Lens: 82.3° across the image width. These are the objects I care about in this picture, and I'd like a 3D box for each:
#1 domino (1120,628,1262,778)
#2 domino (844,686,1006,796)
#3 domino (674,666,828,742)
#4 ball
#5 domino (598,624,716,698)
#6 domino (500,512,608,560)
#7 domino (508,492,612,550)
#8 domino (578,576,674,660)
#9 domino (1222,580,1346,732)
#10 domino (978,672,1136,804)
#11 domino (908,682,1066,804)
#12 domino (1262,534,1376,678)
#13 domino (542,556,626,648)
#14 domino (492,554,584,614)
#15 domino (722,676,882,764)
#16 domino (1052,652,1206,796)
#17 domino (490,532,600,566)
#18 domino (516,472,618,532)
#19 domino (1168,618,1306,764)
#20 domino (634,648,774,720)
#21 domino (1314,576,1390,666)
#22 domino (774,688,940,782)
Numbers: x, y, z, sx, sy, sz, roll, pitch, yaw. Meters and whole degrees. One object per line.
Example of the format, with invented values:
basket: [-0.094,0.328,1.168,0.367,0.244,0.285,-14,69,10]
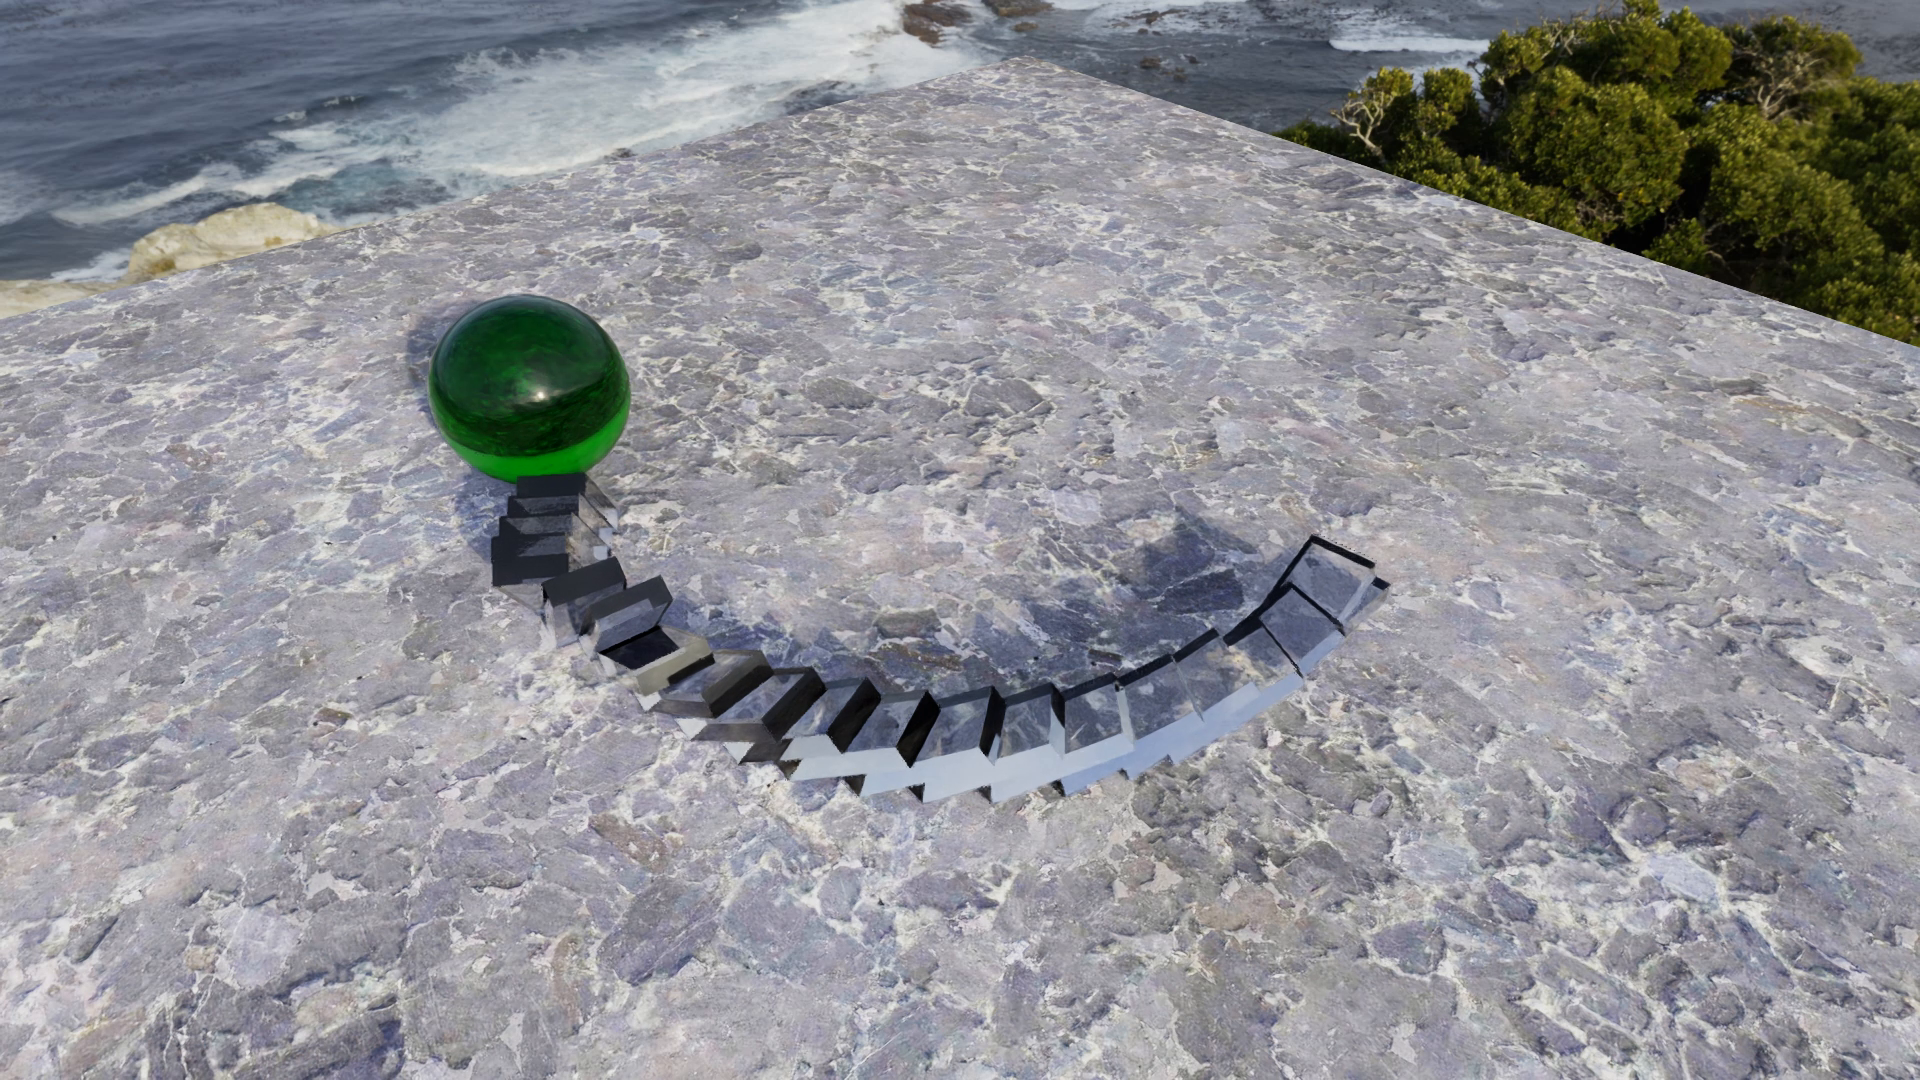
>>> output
domino: [0.069,0.053,0.358,0.050,0.010,0.025,-35,43,7]
domino: [-0.011,0.064,0.347,0.050,0.009,0.025,-18,33,27]
domino: [-0.069,0.054,0.358,0.050,0.009,0.025,-9,28,45]
ball: [-0.181,-0.063,0.465,0.080,0.080,0.080,0,39,0]
domino: [-0.104,0.040,0.375,0.025,0.010,0.050,-26,14,-28]
domino: [-0.151,0.001,0.413,0.025,0.050,0.010,-4,76,-5]
domino: [-0.152,-0.006,0.422,0.025,0.050,0.009,-4,76,-5]
domino: [-0.117,0.028,0.382,0.025,0.050,0.010,-26,85,-28]
domino: [0.104,0.040,0.377,0.050,0.009,0.025,-40,49,-3]
domino: [0.029,0.063,0.348,0.050,0.009,0.025,-25,36,18]
domino: [0.008,0.064,0.347,0.050,0.010,0.025,-21,34,22]
domino: [0.124,0.024,0.394,0.025,0.009,0.050,29,71,33]
domino: [-0.132,0.022,0.386,0.025,0.050,0.009,-22,78,-25]
domino: [-0.147,0.016,0.395,0.025,0.050,0.010,-4,76,-5]
domino: [-0.051,0.058,0.352,0.050,0.009,0.025,-13,28,39]
domino: [0.050,0.059,0.352,0.050,0.009,0.025,-30,41,13]
domino: [-0.150,0.009,0.404,0.025,0.050,0.009,-4,76,-4]
domino: [-0.153,-0.013,0.431,0.025,0.050,0.009,-4,76,-5]
domino: [0.085,0.050,0.365,0.050,0.009,0.025,-32,43,4]
domino: [-0.086,0.047,0.366,0.050,0.010,0.025,-6,25,49]
domino: [0.136,0.026,0.412,0.050,0.010,0.025,-31,48,-32]
domino: [-0.033,0.062,0.349,0.050,0.010,0.025,-13,30,33]
